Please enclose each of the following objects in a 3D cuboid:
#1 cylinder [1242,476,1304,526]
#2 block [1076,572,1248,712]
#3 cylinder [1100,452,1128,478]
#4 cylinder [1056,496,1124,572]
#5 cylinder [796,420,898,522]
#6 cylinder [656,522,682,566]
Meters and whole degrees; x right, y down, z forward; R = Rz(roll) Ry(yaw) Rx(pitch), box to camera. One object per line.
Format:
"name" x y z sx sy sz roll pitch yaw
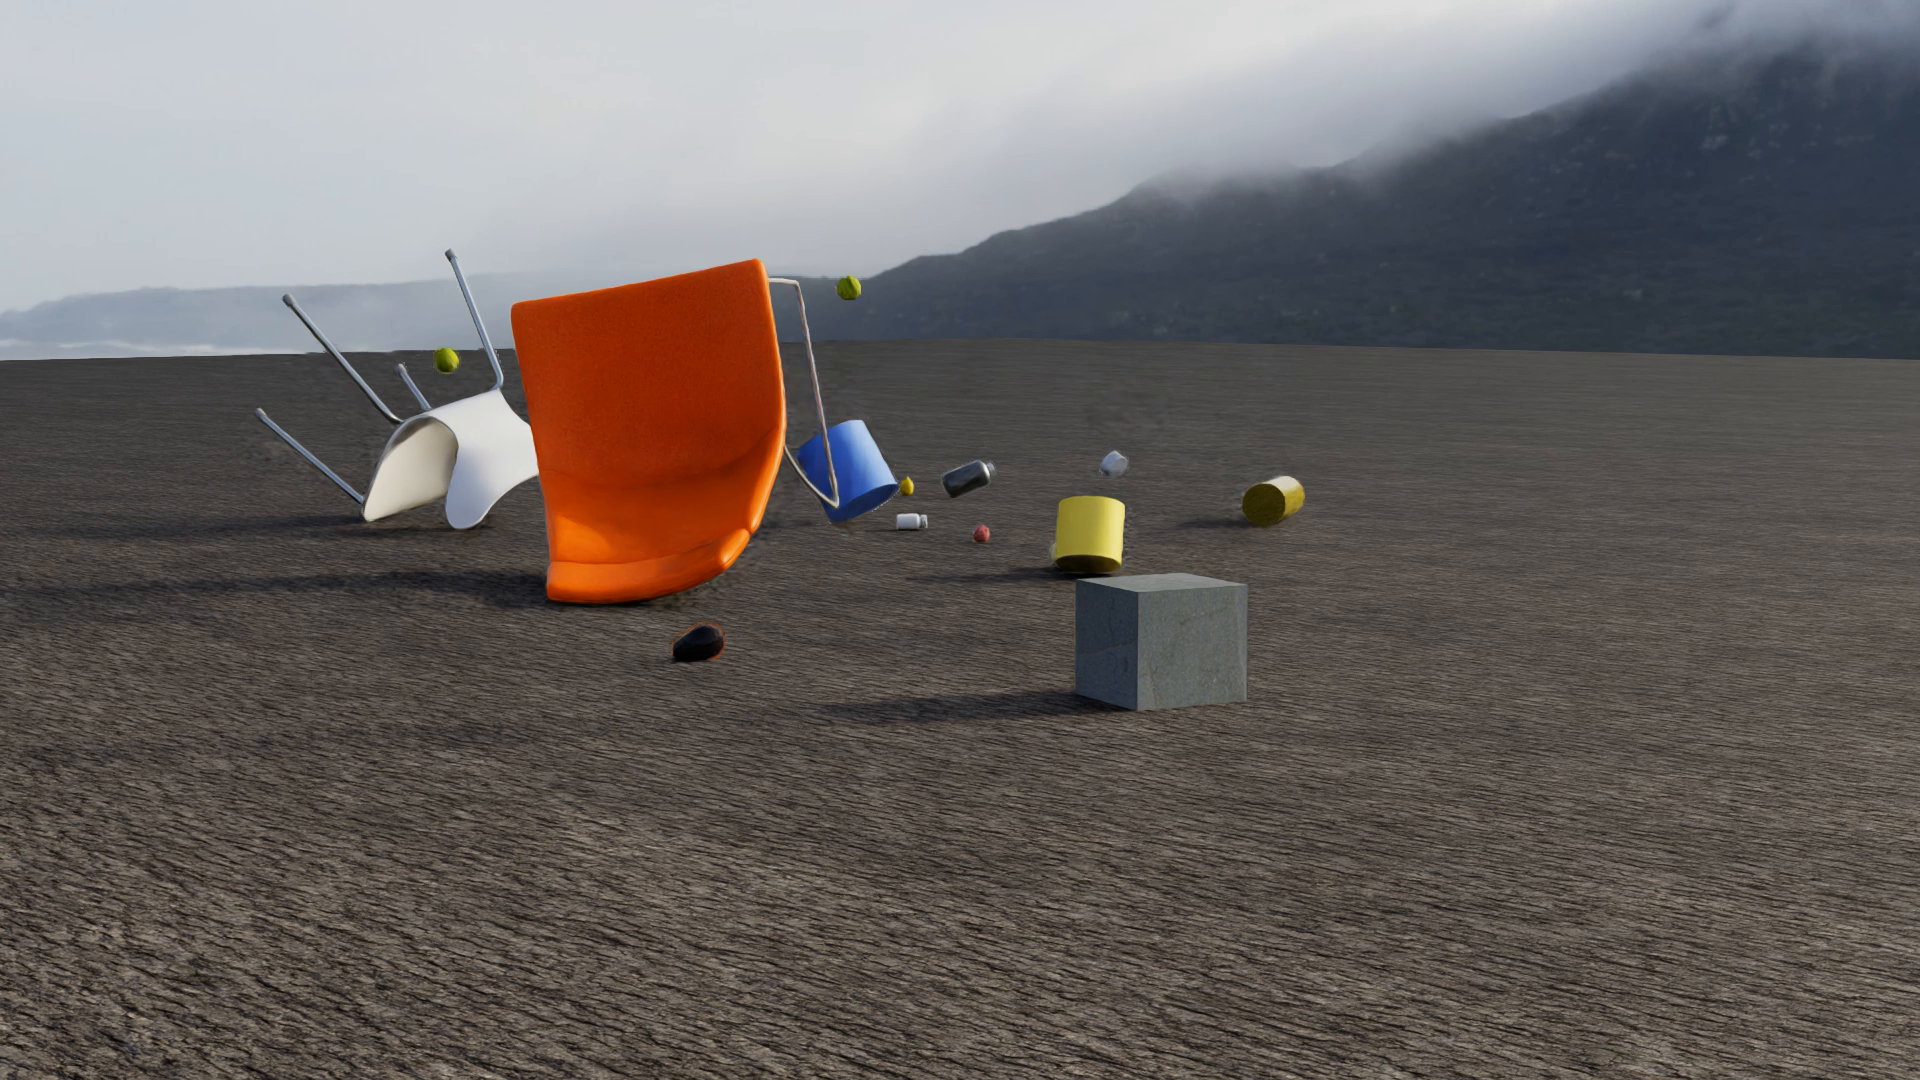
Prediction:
"cylinder" 0.843 -0.106 6.885 0.116 0.113 0.256 -23 -2 20
"block" 0.313 0.156 4.011 0.199 0.182 0.186 -3 7 -28
"cylinder" 0.503 -0.245 8.364 0.061 0.080 0.051 38 5 -42
"cylinder" 0.287 -0.012 5.665 0.147 0.136 0.129 -1 -19 18
"cylinder" -0.301 -0.184 6.848 0.204 0.201 0.196 -24 -12 -20
"cylinder" -0.658 0.010 5.789 0.044 0.095 0.081 -6 -7 23
